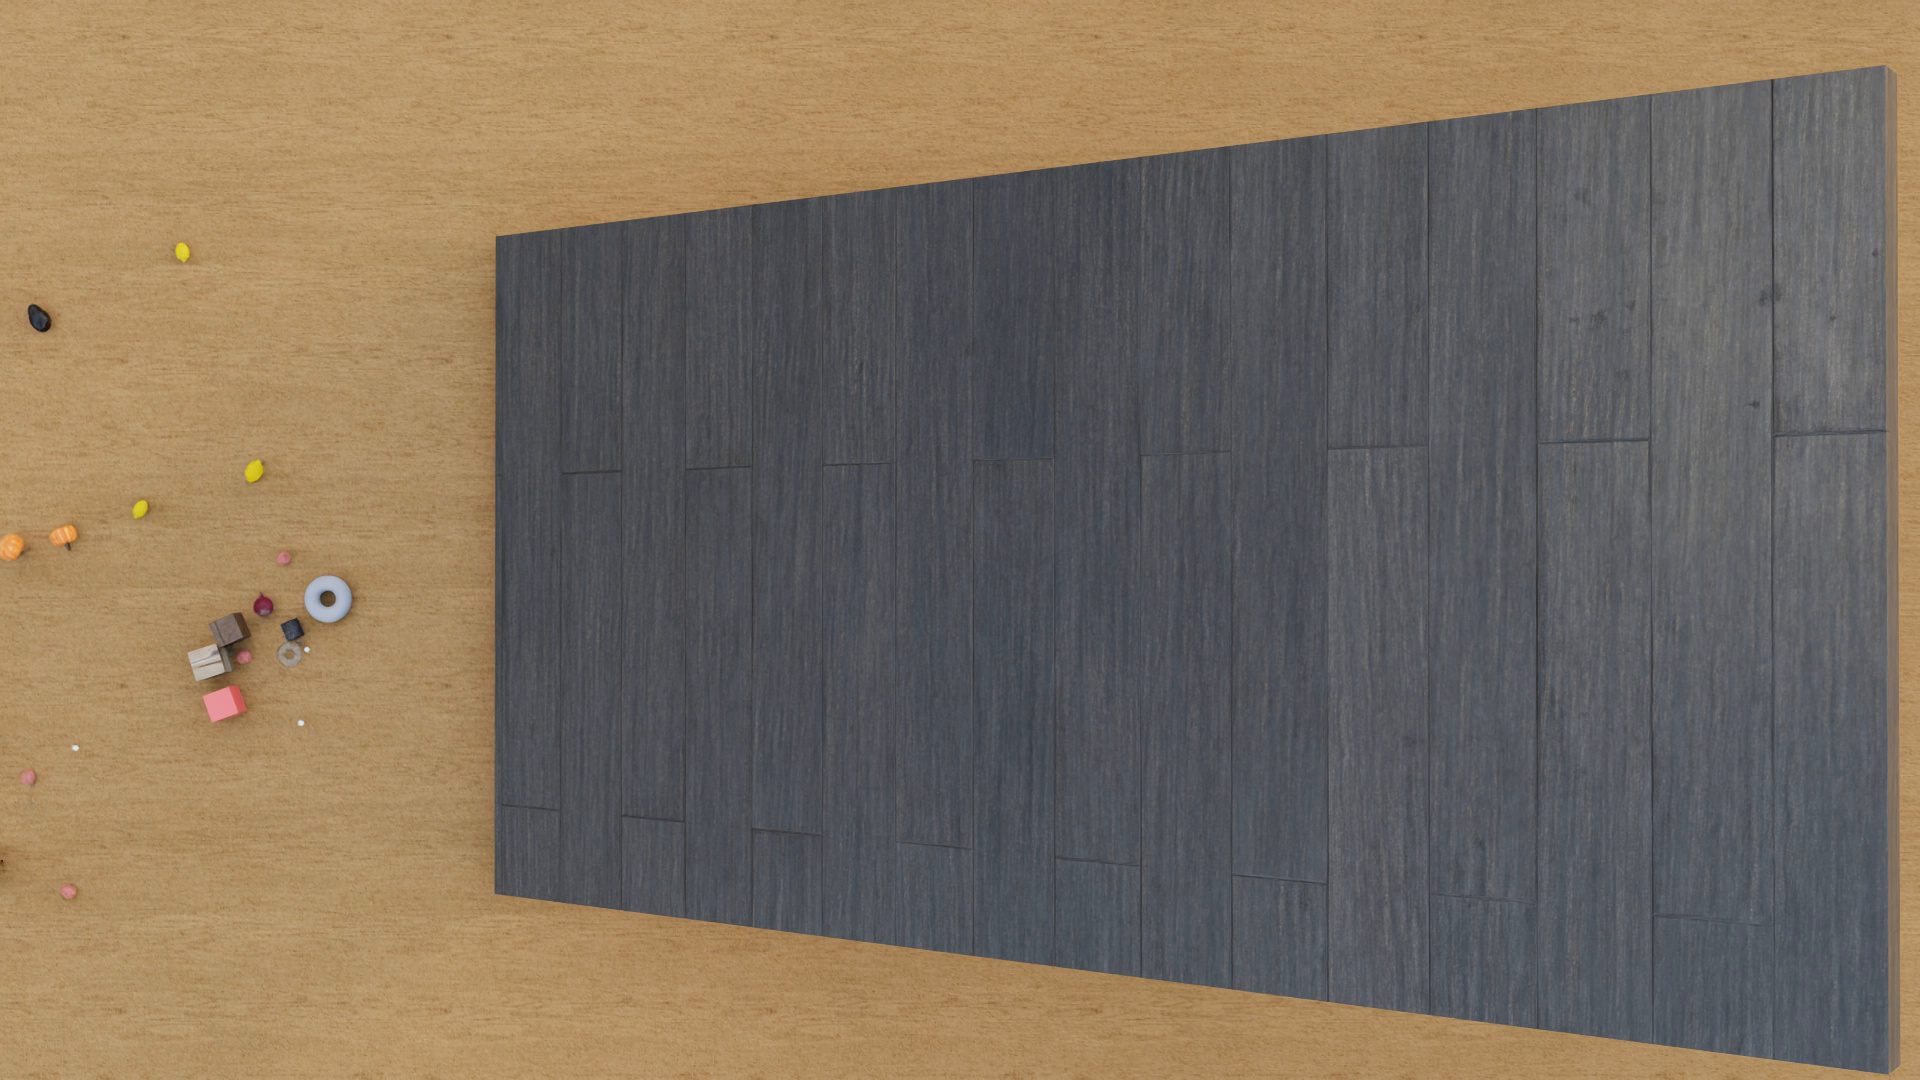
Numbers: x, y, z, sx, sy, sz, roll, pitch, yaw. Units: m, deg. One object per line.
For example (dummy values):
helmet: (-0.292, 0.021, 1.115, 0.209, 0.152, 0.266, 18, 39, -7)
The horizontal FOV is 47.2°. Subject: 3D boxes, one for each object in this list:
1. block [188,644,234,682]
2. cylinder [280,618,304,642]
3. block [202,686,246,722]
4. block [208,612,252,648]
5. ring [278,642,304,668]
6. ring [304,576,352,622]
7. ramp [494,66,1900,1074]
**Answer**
block: (-2.289, 0.372, 6.722, 0.091, 0.091, 0.091, -18, 90, 0)
cylinder: (-2.046, 0.276, 6.741, 0.055, 0.055, 0.055, -24, 90, 0)
block: (-2.247, 0.500, 6.724, 0.085, 0.085, 0.085, -20, 90, 0)
block: (-2.233, 0.275, 6.728, 0.080, 0.080, 0.080, -24, 90, 0)
ring: (-2.058, 0.350, 6.754, 0.080, 0.027, 0.080, 0, 89, -1)
ring: (-1.938, 0.180, 6.745, 0.146, 0.049, 0.146, 0, 90, -1)
ramp: (0.240, 0.067, 5.563, 4.000, 0.100, 2.000, 0, 89, 36)
